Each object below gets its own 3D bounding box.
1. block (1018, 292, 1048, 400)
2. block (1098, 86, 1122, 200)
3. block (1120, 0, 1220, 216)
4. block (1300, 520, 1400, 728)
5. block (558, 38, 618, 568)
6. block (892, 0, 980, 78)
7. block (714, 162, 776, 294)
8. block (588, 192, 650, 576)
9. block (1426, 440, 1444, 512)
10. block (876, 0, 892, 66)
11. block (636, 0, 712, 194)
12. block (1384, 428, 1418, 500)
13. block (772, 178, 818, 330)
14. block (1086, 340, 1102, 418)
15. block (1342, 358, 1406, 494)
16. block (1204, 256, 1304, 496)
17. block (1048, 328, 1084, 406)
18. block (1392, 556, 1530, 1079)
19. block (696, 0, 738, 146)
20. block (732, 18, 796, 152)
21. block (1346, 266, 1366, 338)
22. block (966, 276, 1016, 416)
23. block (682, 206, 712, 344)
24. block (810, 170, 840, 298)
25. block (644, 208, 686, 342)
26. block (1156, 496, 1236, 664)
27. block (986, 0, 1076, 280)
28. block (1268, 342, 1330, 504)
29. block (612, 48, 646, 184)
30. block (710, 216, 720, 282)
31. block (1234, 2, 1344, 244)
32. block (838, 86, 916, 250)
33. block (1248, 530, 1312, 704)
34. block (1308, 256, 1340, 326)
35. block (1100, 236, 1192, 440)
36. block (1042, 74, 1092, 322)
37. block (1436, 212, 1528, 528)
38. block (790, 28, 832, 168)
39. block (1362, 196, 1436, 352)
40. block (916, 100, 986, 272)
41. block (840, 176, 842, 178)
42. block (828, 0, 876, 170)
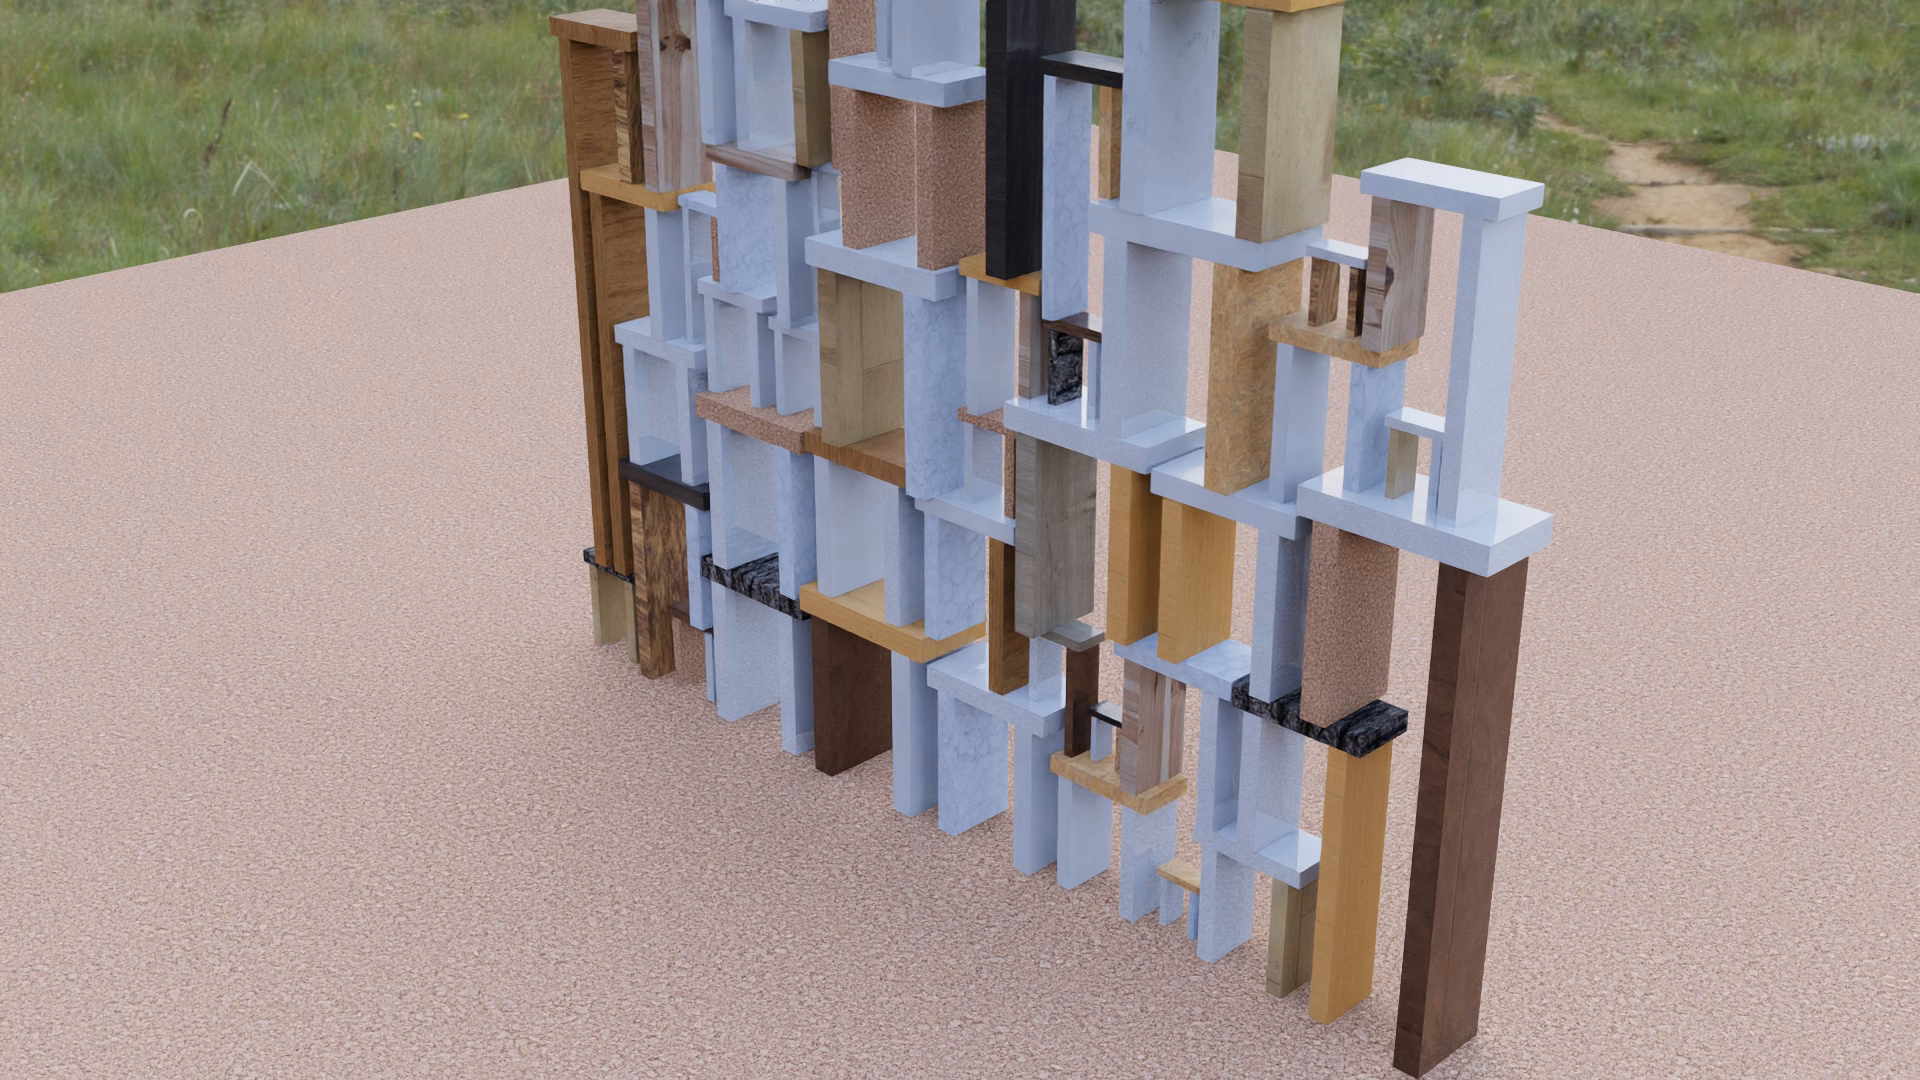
[{"bbox_3d":[0.148,-0.357,3.916,0.028,0.195,0.098,21,31,40],"label":"block"},{"bbox_3d":[0.271,-0.664,3.641,0.026,0.185,0.093,20,30,41],"label":"block"},{"bbox_3d":[0.339,-0.717,3.547,0.050,0.355,0.178,21,31,41],"label":"block"},{"bbox_3d":[0.638,0.113,3.585,0.050,0.353,0.176,21,31,41],"label":"block"},{"bbox_3d":[-0.774,-0.512,4.845,0.039,1.195,0.138,21,31,41],"label":"block"},{"bbox_3d":[-0.042,-0.993,3.842,0.048,0.342,0.171,21,31,40],"label":"block"},{"bbox_3d":[-0.424,-0.638,4.415,0.131,0.262,0.037,-21,31,-40],"label":"block"},{"bbox_3d":[-0.722,-0.349,4.865,0.142,0.879,0.040,-21,31,-40],"label":"block"},{"bbox_3d":[0.743,-0.105,3.372,0.058,0.115,0.016,-21,31,-41],"label":"block"},{"bbox_3d":[-0.106,-0.951,3.935,0.027,0.192,0.096,21,31,40],"label":"block"},{"bbox_3d":[-0.577,-0.921,4.449,0.041,0.417,0.143,21,30,41],"label":"block"},{"bbox_3d":[0.688,-0.126,3.422,0.058,0.115,0.016,-21,31,-41],"label":"block"},{"bbox_3d":[-0.300,-0.573,4.307,0.131,0.298,0.037,-21,31,-40],"label":"block"},{"bbox_3d":[0.252,-0.287,3.824,0.020,0.139,0.069,21,31,40],"label":"block"},{"bbox_3d":[0.650,-0.187,3.445,0.105,0.211,0.030,-21,31,-40],"label":"block"},{"bbox_3d":[0.479,-0.279,3.587,0.049,0.383,0.173,21,31,40],"label":"block"},{"bbox_3d":[0.187,-0.313,3.885,0.020,0.139,0.069,21,31,40],"label":"block"},{"bbox_3d":[0.805,0.440,3.544,0.176,0.922,0.050,-21,31,-41],"label":"block"},{"bbox_3d":[-0.443,-0.928,4.300,0.041,0.286,0.143,21,31,40],"label":"block"},{"bbox_3d":[-0.374,-0.889,4.250,0.126,0.253,0.036,-21,31,-40],"label":"block"},{"bbox_3d":[0.622,-0.373,3.394,0.055,0.111,0.016,-21,31,-40],"label":"block"},{"bbox_3d":[0.057,-0.363,4.013,0.098,0.260,0.028,-22,31,-40],"label":"block"},{"bbox_3d":[-0.540,-0.554,4.571,0.019,0.291,0.068,21,30,39],"label":"block"},{"bbox_3d":[-0.255,-0.564,4.259,0.056,0.317,0.016,-22,31,-39],"label":"block"},{"bbox_3d":[-0.588,-0.571,4.625,0.040,0.283,0.142,21,31,40],"label":"block"},{"bbox_3d":[0.410,0.050,3.794,0.150,0.300,0.042,-21,31,-41],"label":"block"},{"bbox_3d":[0.121,-0.785,3.758,0.048,0.661,0.171,21,31,40],"label":"block"},{"bbox_3d":[0.549,-0.200,3.548,0.030,0.268,0.105,21,31,40],"label":"block"},{"bbox_3d":[-0.644,-0.884,4.543,0.039,0.275,0.138,20,30,40],"label":"block"},{"bbox_3d":[-0.474,-0.600,4.486,0.068,0.136,0.019,-21,32,-40],"label":"block"},{"bbox_3d":[0.508,-0.652,3.393,0.050,0.356,0.178,21,31,40],"label":"block"},{"bbox_3d":[-0.152,-0.702,4.083,0.149,0.299,0.042,-22,31,-40],"label":"block"},{"bbox_3d":[0.552,0.106,3.666,0.042,0.303,0.150,21,31,41],"label":"block"},{"bbox_3d":[0.571,-0.394,3.443,0.055,0.111,0.016,-21,30,-40],"label":"block"},{"bbox_3d":[0.316,-0.360,3.730,0.049,0.347,0.173,21,31,40],"label":"block"},{"bbox_3d":[0.183,-0.590,3.770,0.026,0.423,0.093,20,30,40],"label":"block"},{"bbox_3d":[0.775,-0.259,3.271,0.118,0.477,0.034,-21,31,-41],"label":"block"},{"bbox_3d":[-0.254,-0.841,4.140,0.126,0.255,0.036,-21,31,-38],"label":"block"},{"bbox_3d":[0.664,-0.413,3.326,0.118,0.237,0.034,-21,31,-40],"label":"block"},{"bbox_3d":[-0.010,-0.647,3.955,0.042,0.299,0.149,21,31,40],"label":"block"},{"bbox_3d":[-0.199,-0.639,4.173,0.056,0.112,0.016,-21,31,-41],"label":"block"},{"bbox_3d":[-0.197,-0.892,4.063,0.027,0.405,0.096,21,32,37],"label":"block"}]
